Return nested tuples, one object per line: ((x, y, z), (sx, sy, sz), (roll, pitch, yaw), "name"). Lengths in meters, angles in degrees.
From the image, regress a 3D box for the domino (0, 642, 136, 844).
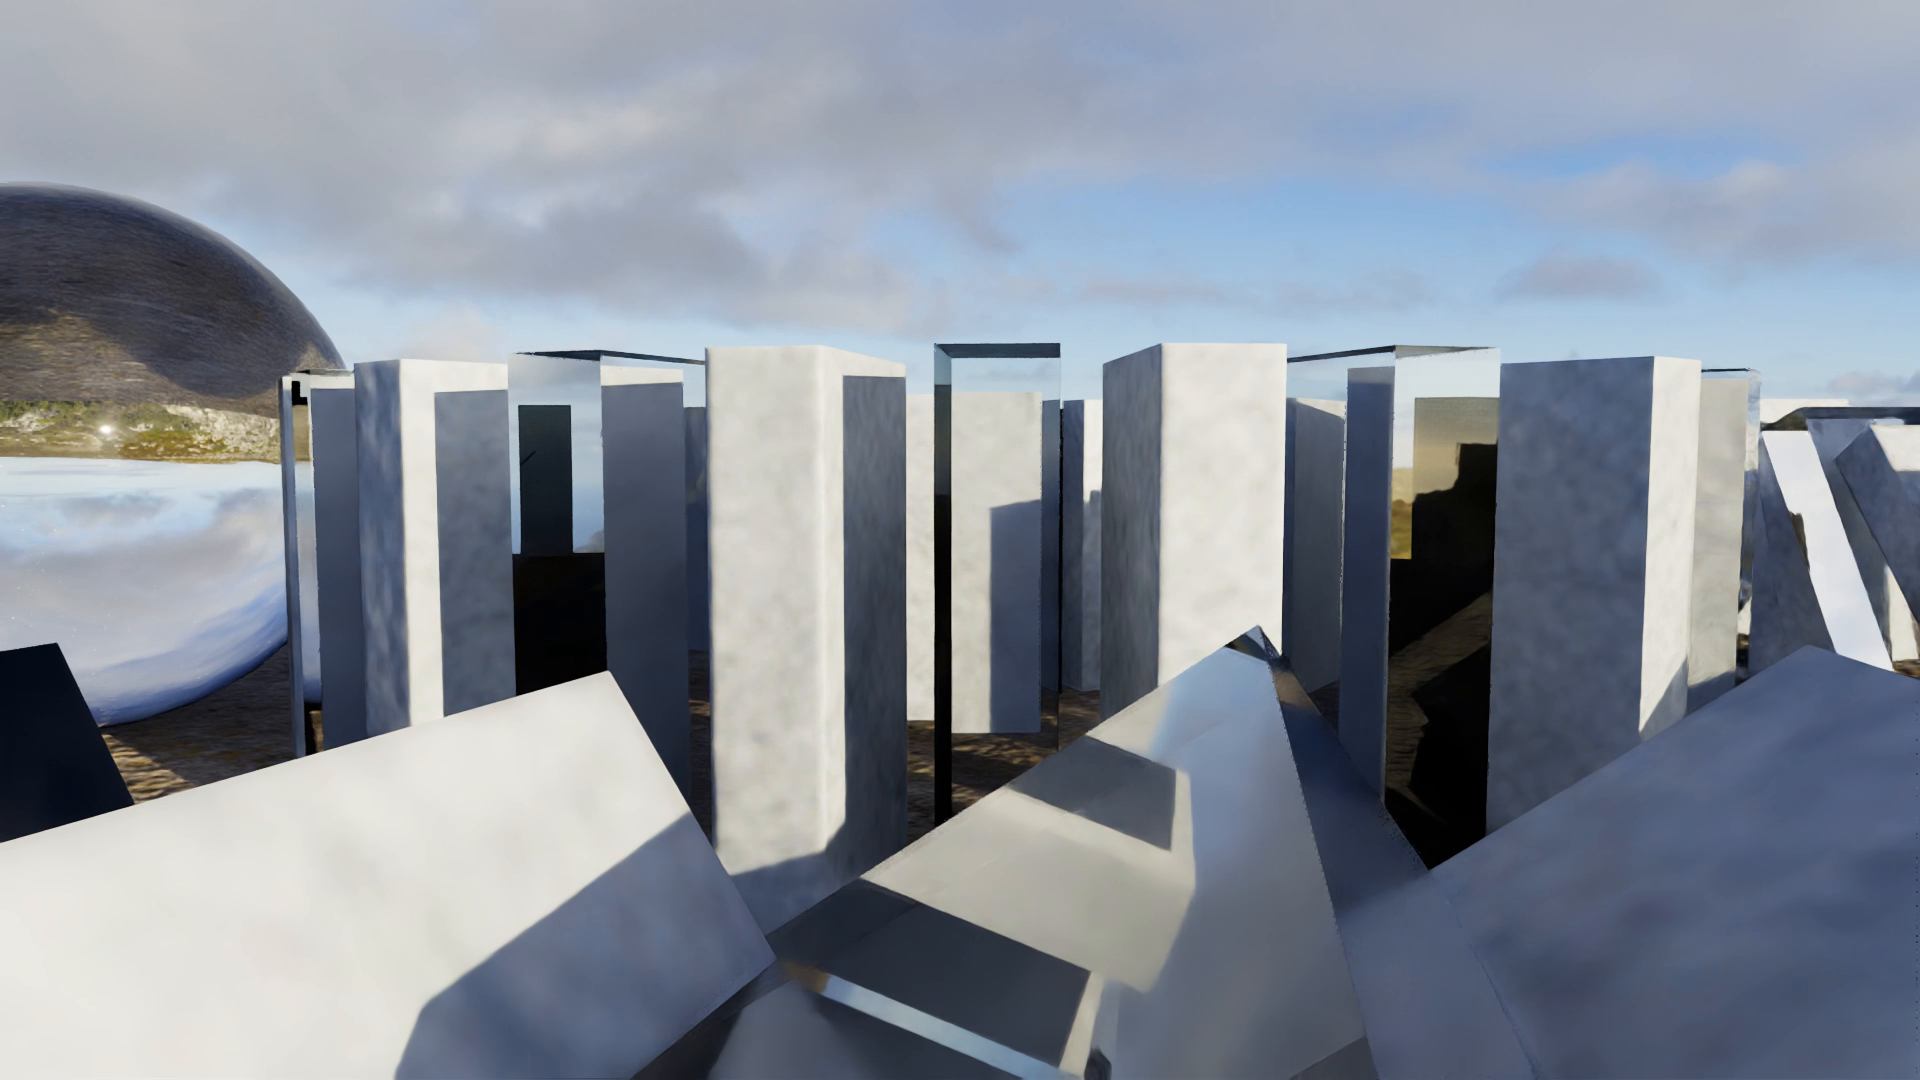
((-0.048, 0.022, 0.036), (0.050, 0.009, 0.025), (-35, -9, 24), "domino")

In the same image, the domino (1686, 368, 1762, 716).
((0.071, 0.007, 0.140), (0.025, 0.050, 0.009), (3, 5, 38), "domino")

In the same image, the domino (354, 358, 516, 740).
((-0.045, 0.008, 0.128), (0.010, 0.050, 0.025), (4, 6, 41), "domino")

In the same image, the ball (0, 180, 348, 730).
((-0.132, -0.012, 0.190), (0.080, 0.080, 0.080), (0, 4, 0), "ball")

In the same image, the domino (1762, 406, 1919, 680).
((0.160, 0.001, 0.222), (0.025, 0.050, 0.009), (-1, -22, -10), "domino")

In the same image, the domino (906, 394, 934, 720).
((0.000, 0.002, 0.201), (0.025, 0.050, 0.009), (0, 4, 0), "domino")

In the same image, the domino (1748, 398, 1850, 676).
((0.155, -0.001, 0.237), (0.025, 0.050, 0.009), (-1, -9, -17), "domino")

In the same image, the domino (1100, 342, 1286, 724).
((0.019, 0.009, 0.110), (0.009, 0.050, 0.025), (0, 4, -4), "domino")

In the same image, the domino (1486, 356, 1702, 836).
((0.055, 0.008, 0.124), (0.009, 0.050, 0.025), (-3, 5, -38), "domino")

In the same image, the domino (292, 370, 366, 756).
((-0.059, 0.007, 0.143), (0.025, 0.050, 0.009), (-3, 5, -37), "domino")

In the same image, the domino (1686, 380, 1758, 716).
((0.082, 0.006, 0.159), (0.025, 0.050, 0.009), (1, 5, 18), "domino")

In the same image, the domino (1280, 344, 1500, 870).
((0.034, 0.009, 0.113), (0.009, 0.050, 0.025), (-1, 4, -16), "domino")

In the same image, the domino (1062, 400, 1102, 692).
((0.020, 0.000, 0.232), (0.010, 0.050, 0.025), (-2, 5, -23), "domino")

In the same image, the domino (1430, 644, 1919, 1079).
((0.005, 0.022, 0.028), (0.050, 0.009, 0.025), (-35, 0, 9), "domino")

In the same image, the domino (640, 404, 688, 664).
((-0.068, -0.002, 0.256), (0.025, 0.050, 0.009), (2, 5, 26), "domino")

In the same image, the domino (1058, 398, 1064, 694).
((0.005, 0.001, 0.222), (0.025, 0.050, 0.010), (4, 6, 45), "domino")

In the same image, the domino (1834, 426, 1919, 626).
((0.164, 0.004, 0.204), (0.025, 0.050, 0.010), (0, -33, -4), "domino")

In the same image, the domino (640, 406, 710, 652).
((-0.059, -0.003, 0.271), (0.025, 0.050, 0.010), (3, 5, 35), "domino")

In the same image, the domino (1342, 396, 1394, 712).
((0.076, 0.002, 0.212), (0.025, 0.050, 0.010), (-3, 5, -30), "domino")

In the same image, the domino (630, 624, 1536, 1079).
((-0.011, 0.022, 0.030), (0.050, 0.009, 0.025), (-35, 0, 12), "domino")

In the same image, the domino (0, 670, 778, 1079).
((-0.031, 0.022, 0.033), (0.050, 0.010, 0.025), (-35, -7, 18), "domino")

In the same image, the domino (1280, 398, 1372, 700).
((0.063, 0.001, 0.225), (0.009, 0.050, 0.025), (3, 5, 34), "domino")

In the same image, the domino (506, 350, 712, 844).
((-0.028, 0.009, 0.118), (0.009, 0.050, 0.025), (2, 5, 23), "domino")

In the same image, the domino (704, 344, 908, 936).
((-0.012, 0.009, 0.113), (0.010, 0.050, 0.025), (1, 4, 13), "domino")

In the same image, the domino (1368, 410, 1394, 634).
((0.095, -0.005, 0.300), (0.010, 0.050, 0.025), (2, 5, 29), "domino")

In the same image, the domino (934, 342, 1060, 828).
((0.004, 0.009, 0.110), (0.009, 0.050, 0.025), (0, 4, 4), "domino")

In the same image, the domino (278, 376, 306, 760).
((-0.067, 0.006, 0.155), (0.025, 0.050, 0.009), (-3, 5, -31), "domino")
